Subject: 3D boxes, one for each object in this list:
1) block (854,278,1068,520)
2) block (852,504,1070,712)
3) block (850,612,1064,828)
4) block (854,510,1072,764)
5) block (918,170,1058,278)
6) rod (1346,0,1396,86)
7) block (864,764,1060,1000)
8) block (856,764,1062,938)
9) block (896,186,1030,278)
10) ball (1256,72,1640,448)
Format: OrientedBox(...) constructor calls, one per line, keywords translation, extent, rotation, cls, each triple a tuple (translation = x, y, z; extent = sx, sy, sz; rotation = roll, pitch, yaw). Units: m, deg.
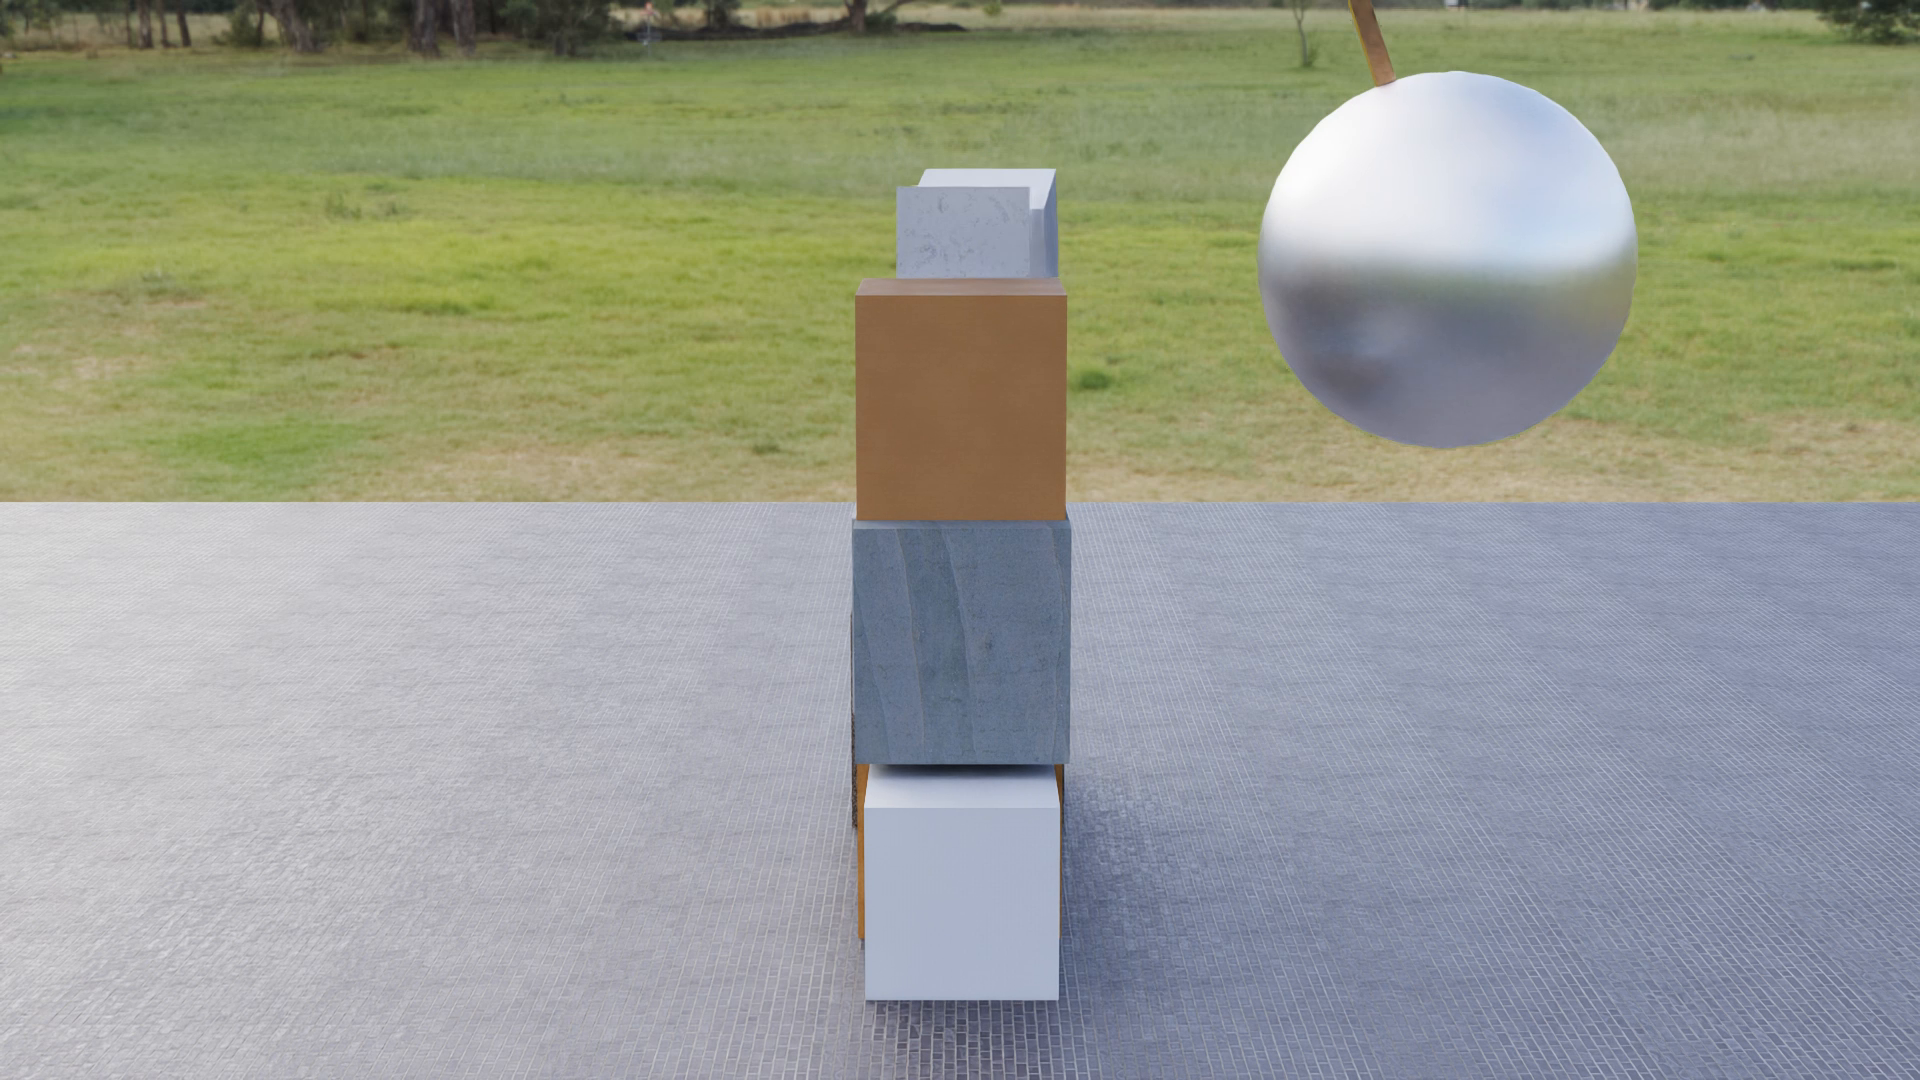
OrientedBox(translation=(0.004, -0.589, 10.432), extent=(0.822, 0.885, 0.848), rotation=(0, 10, 0), cls="block")
OrientedBox(translation=(0.000, 0.243, 11.262), extent=(0.912, 0.834, 0.934), rotation=(0, 9, 0), cls="block")
OrientedBox(translation=(-0.010, 0.767, 12.486), extent=(1.000, 1.024, 0.956), rotation=(0, 10, 0), cls="block")
OrientedBox(translation=(0.009, 0.347, 10.385), extent=(0.843, 0.938, 0.803), rotation=(0, 10, 0), cls="block")
OrientedBox(translation=(0.127, -1.346, 12.438), extent=(0.642, 0.741, 0.641), rotation=(1, 25, 7), cls="block")
OrientedBox(translation=(0.899, -4.330, 10.393), extent=(0.080, 5.200, 0.080), rotation=(-20, 10, 4), cls="rod")
OrientedBox(translation=(0.008, 1.327, 10.128), extent=(0.742, 0.765, 0.704), rotation=(0, 10, 0), cls="block")
OrientedBox(translation=(-0.001, 1.159, 10.863), extent=(0.834, 0.832, 0.784), rotation=(0, 10, 0), cls="block")
OrientedBox(translation=(0.018, -1.286, 11.383), extent=(0.577, 0.540, 0.504), rotation=(0, 5, 1), cls="block")
OrientedBox(translation=(2.074, -1.191, 10.964), extent=(1.600, 1.600, 1.600), rotation=(0, 10, 0), cls="ball")
